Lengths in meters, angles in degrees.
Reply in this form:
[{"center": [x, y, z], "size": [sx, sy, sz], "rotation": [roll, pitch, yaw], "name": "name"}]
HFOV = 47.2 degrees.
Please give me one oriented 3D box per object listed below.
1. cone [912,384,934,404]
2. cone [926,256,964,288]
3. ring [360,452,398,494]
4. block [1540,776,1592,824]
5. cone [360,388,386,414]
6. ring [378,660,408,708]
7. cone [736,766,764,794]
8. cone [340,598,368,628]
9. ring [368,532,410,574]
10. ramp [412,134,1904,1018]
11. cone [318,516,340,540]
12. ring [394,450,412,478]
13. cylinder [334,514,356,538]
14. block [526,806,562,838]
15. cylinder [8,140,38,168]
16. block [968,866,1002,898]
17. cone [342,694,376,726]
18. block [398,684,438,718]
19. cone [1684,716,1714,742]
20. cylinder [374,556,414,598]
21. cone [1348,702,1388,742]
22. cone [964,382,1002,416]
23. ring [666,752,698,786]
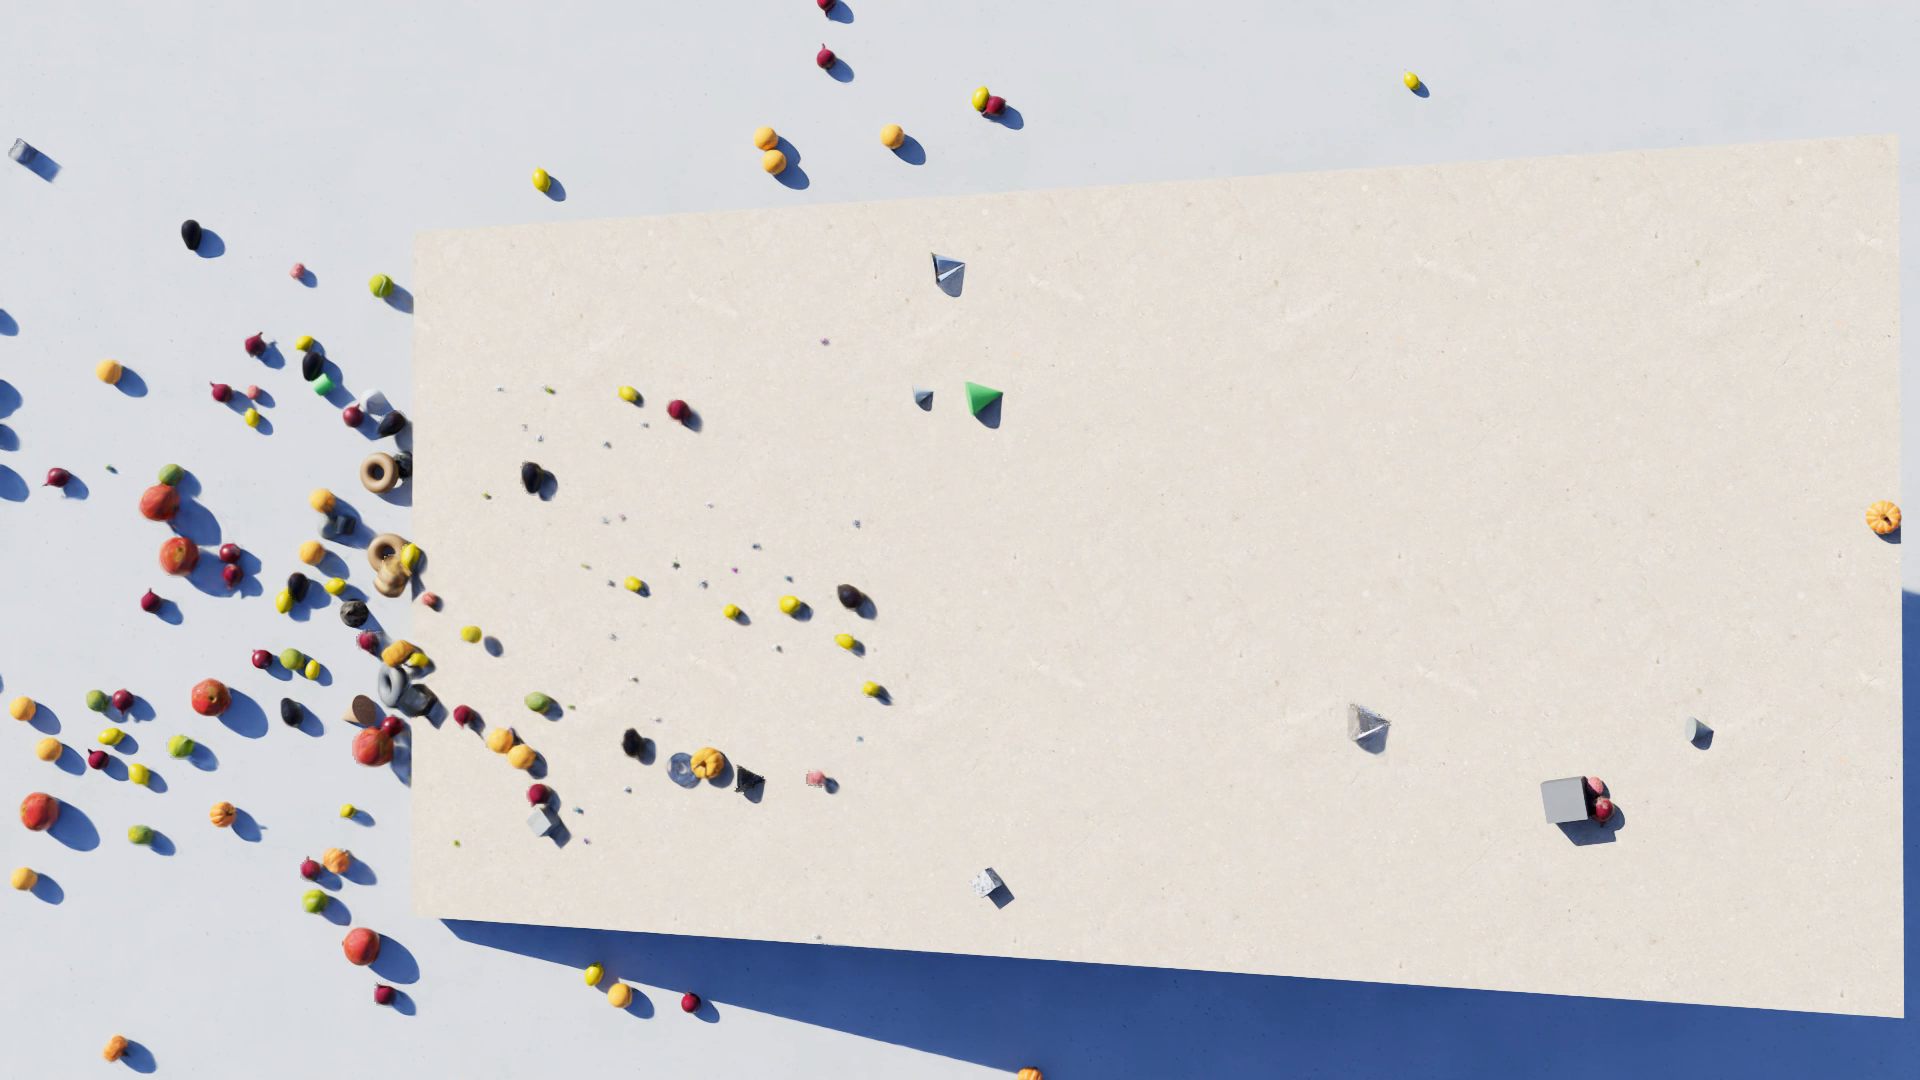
[{"center": [-0.095, -0.390, 5.829], "size": [0.054, 0.054, 0.054], "rotation": [-10, 89, -6], "name": "cone"}, {"center": [-0.029, -0.724, 5.799], "size": [0.089, 0.089, 0.089], "rotation": [-19, 89, 13], "name": "cone"}, {"center": [-1.714, -0.197, 6.489], "size": [0.125, 0.042, 0.125], "rotation": [0, 90, 17], "name": "ring"}, {"center": [1.429, 0.612, 5.185], "size": [0.094, 0.094, 0.094], "rotation": [-11, 86, 21], "name": "block"}, {"center": [-1.741, -0.412, 6.485], "size": [0.075, 0.075, 0.075], "rotation": [0, 89, 0], "name": "cone"}, {"center": [-1.665, 0.424, 6.453], "size": [0.047, 0.141, 0.141], "rotation": [-3, 89, -39], "name": "ring"}, {"center": [-0.568, 0.653, 5.994], "size": [0.080, 0.080, 0.080], "rotation": [2, 89, -5], "name": "cone"}, {"center": [-1.795, 0.216, 6.471], "size": [0.086, 0.086, 0.086], "rotation": [0, 89, 0], "name": "cone"}, {"center": [-1.687, 0.042, 6.496], "size": [0.127, 0.042, 0.127], "rotation": [0, 88, 1], "name": "ring"}, {"center": [0.282, 0.088, 5.743], "size": [4.000, 0.100, 2.000], "rotation": [0, 89, 21], "name": "ramp"}, {"center": [-1.869, -0.036, 6.481], "size": [0.074, 0.074, 0.074], "rotation": [0, 89, 0], "name": "cone"}, {"center": [-1.643, -0.224, 6.502], "size": [0.080, 0.027, 0.080], "rotation": [2, 99, 14], "name": "ring"}, {"center": [-1.814, -0.042, 6.489], "size": [0.053, 0.053, 0.053], "rotation": [15, 80, 0], "name": "cylinder"}, {"center": [-1.175, 0.797, 6.216], "size": [0.060, 0.060, 0.060], "rotation": [-43, 75, 15], "name": "block"}, {"center": [-2.769, -1.144, 6.501], "size": [0.061, 0.061, 0.061], "rotation": [33, 89, 0], "name": "cylinder"}, {"center": [0.068, 0.893, 5.733], "size": [0.055, 0.055, 0.055], "rotation": [-39, 76, 16], "name": "block"}, {"center": [-1.792, 0.516, 6.489], "size": [0.095, 0.095, 0.095], "rotation": [-23, 89, 26], "name": "cone"}, {"center": [-1.569, 0.465, 6.370], "size": [0.066, 0.066, 0.066], "rotation": [41, 103, 17], "name": "block"}, {"center": [1.725, 0.441, 5.108], "size": [0.059, 0.059, 0.059], "rotation": [6, 89, -5], "name": "cone"}, {"center": [-1.650, 0.108, 6.411], "size": [0.087, 0.087, 0.087], "rotation": [33, 117, 0], "name": "cylinder"}, {"center": [1.006, 0.445, 5.379], "size": [0.095, 0.095, 0.095], "rotation": [1, 89, -5], "name": "cone"}, {"center": [0.069, -0.379, 5.756], "size": [0.093, 0.093, 0.093], "rotation": [-11, 89, -6], "name": "cone"}, {"center": [-0.768, 0.631, 6.076], "size": [0.092, 0.031, 0.092], "rotation": [0, 90, 21], "name": "ring"}]
